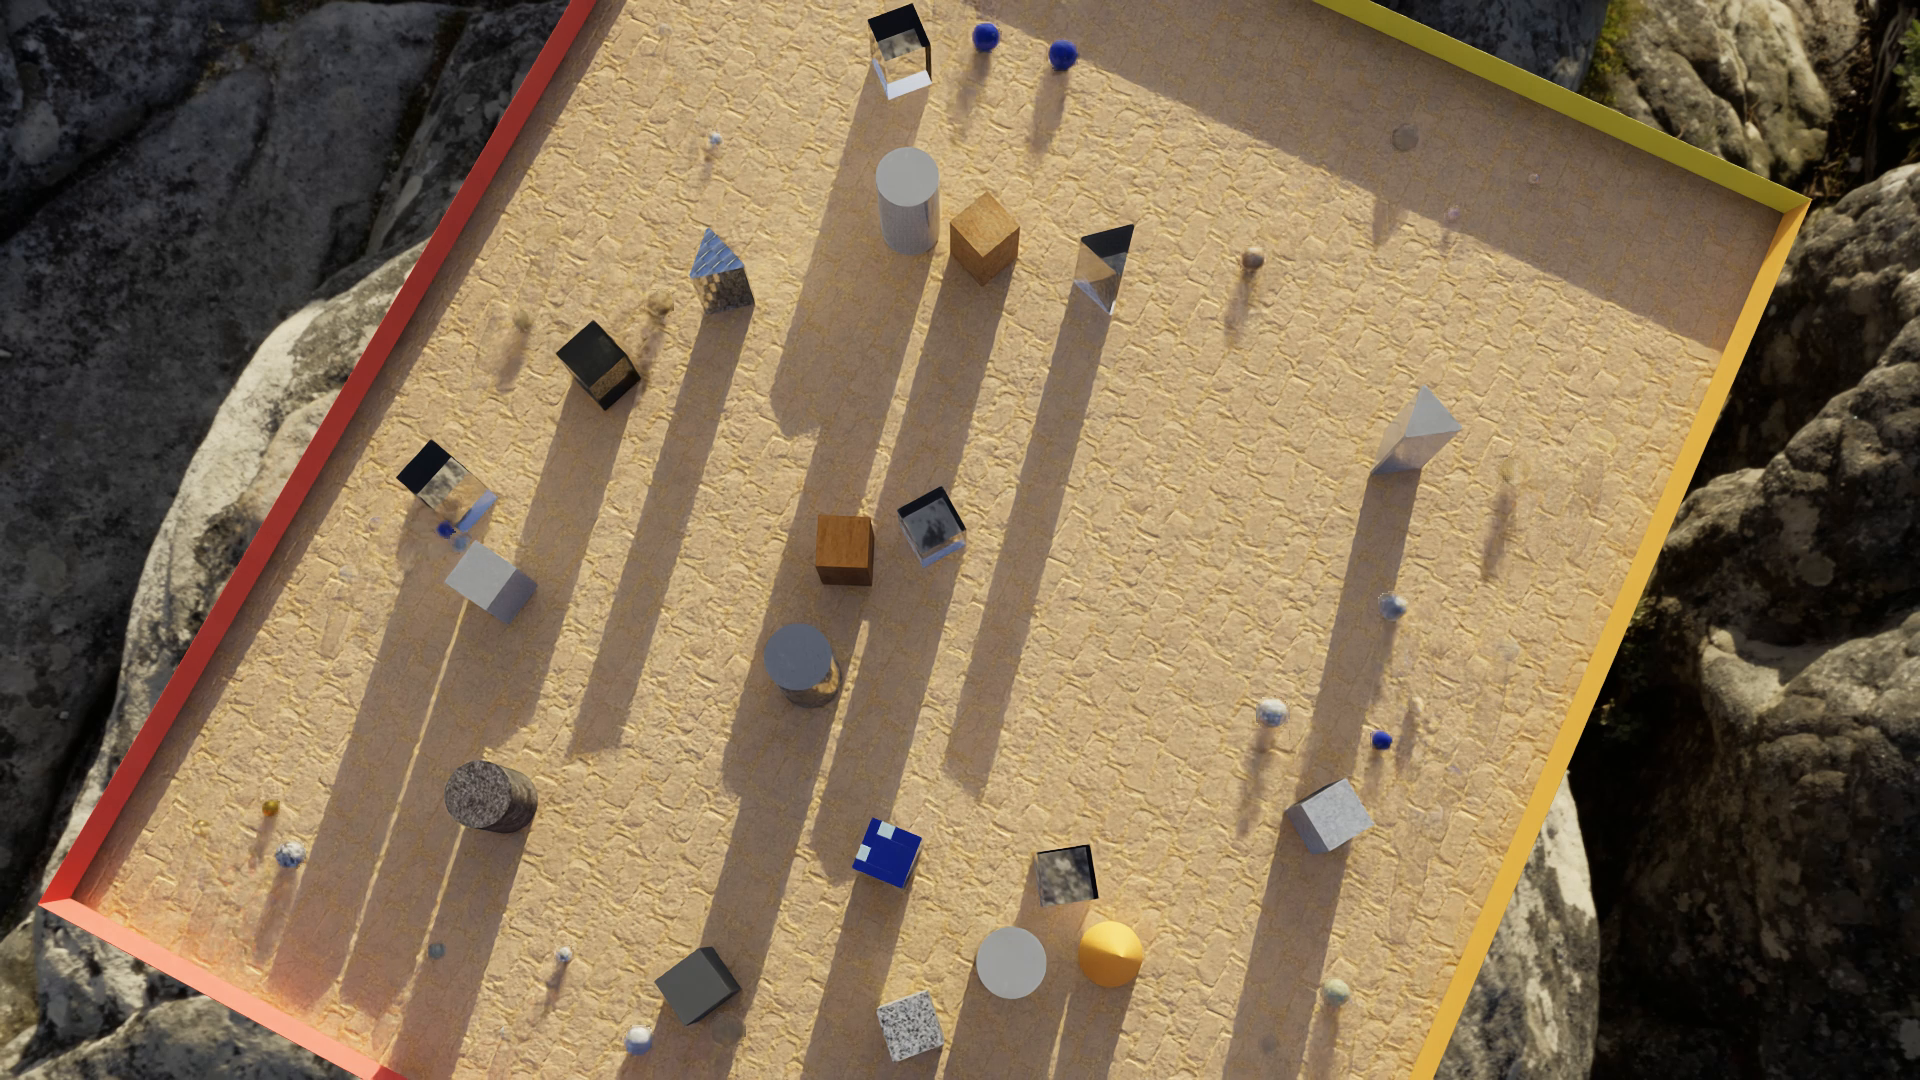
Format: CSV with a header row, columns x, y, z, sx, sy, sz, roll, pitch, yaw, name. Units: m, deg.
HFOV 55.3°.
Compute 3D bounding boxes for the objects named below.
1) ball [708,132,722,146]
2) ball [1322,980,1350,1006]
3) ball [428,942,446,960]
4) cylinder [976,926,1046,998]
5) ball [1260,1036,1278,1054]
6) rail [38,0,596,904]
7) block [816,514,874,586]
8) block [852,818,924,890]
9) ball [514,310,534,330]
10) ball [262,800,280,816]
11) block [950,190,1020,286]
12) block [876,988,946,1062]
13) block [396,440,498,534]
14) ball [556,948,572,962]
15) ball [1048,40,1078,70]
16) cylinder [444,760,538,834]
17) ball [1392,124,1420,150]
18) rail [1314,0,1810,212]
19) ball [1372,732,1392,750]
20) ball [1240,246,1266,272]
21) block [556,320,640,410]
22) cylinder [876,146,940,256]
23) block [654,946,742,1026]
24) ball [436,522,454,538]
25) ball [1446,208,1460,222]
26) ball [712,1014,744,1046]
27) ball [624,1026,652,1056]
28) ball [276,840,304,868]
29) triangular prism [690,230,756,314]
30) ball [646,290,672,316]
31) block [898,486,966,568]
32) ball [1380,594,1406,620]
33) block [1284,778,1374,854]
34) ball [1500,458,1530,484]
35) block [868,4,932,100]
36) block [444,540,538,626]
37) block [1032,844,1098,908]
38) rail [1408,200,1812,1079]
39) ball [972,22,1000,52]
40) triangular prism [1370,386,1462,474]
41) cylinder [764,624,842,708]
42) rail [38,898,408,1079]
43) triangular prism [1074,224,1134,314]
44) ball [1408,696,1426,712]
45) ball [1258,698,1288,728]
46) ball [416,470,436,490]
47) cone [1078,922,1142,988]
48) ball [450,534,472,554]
x,y,z,sx,sy,sz,roll,pitch,yaw,name
-0.782,-1.281,5.859,0.044,0.044,0.044,0,78,0,ball
1.090,1.311,5.306,0.077,0.077,0.077,0,78,0,ball
-1.527,1.198,5.343,0.049,0.049,0.049,0,78,0,ball
0.138,1.180,5.140,0.189,0.455,0.189,0,78,0,cylinder
0.894,1.458,5.288,0.052,0.052,0.052,0,78,0,ball
-1.672,-0.812,5.721,0.045,0.123,4.304,26,80,5,rail
-0.340,0.034,5.457,0.151,0.299,0.151,2,78,0,block
-0.204,0.906,5.278,0.151,0.296,0.151,21,79,4,block
-1.363,-0.686,5.726,0.063,0.063,0.063,0,78,0,ball
-2.042,0.794,5.428,0.047,0.047,0.047,0,78,0,ball
0.075,-0.929,5.673,0.151,0.266,0.151,-41,81,-8,block
-0.139,1.379,5.215,0.151,0.228,0.151,-19,79,-4,block
-1.528,-0.156,5.475,0.151,0.339,0.151,39,81,7,block
-1.155,1.209,5.344,0.044,0.044,0.044,0,78,0,ball
0.331,-1.560,5.891,0.094,0.094,0.094,0,78,0,ball
-1.350,0.745,5.295,0.189,0.327,0.189,0,78,0,cylinder
1.419,-1.283,5.838,0.086,0.086,0.086,0,78,0,ball
0.952,-1.858,5.937,3.787,0.123,0.045,26,80,5,rail
1.258,0.598,5.463,0.058,0.058,0.058,0,78,0,ball
0.921,-0.884,5.760,0.076,0.076,0.076,0,78,0,ball
-1.102,-0.531,5.598,0.151,0.252,0.151,-43,82,-8,block
-0.156,-1.034,5.623,0.189,0.405,0.189,0,78,0,cylinder
-0.742,1.266,5.210,0.151,0.283,0.151,-36,81,-7,block
-1.571,-0.032,5.597,0.051,0.051,0.051,0,78,0,ball
1.563,-1.032,5.808,0.044,0.044,0.044,0,78,0,ball
-0.668,1.412,5.278,0.091,0.091,0.091,0,78,0,ball
-0.926,1.444,5.277,0.080,0.080,0.080,0,78,0,ball
-1.970,0.924,5.385,0.079,0.079,0.079,0,78,0,ball
-0.737,-0.830,5.619,0.164,0.331,0.142,-13,79,-3,triangular prism
-0.939,-0.739,5.728,0.081,0.081,0.081,0,78,0,ball
-0.083,-0.037,5.507,0.151,0.229,0.151,-28,80,-6,block
1.307,0.203,5.533,0.081,0.081,0.081,0,78,0,ball
1.068,0.803,5.313,0.151,0.270,0.151,-30,80,-6,block
1.701,-0.211,5.617,0.085,0.085,0.085,0,78,0,ball
-0.189,-1.543,5.798,0.151,0.270,0.151,-21,79,-4,block
-1.390,0.130,5.448,0.151,0.277,0.151,33,80,6,block
0.301,0.967,5.265,0.151,0.296,0.151,-9,78,-2,block
1.672,0.825,5.382,0.045,0.123,4.304,26,80,5,rail
0.083,-1.621,5.906,0.090,0.090,0.090,0,78,0,ball
1.338,-0.329,5.453,0.164,0.454,0.142,-8,78,-2,triangular prism
-0.451,0.369,5.312,0.189,0.446,0.189,0,78,0,cylinder
-0.952,1.871,5.166,3.787,0.123,0.045,26,80,5,rail
0.466,-0.850,5.607,0.164,0.362,0.142,44,82,8,triangular prism
1.367,0.492,5.488,0.052,0.052,0.052,0,78,0,ball
0.932,0.517,5.464,0.090,0.090,0.090,0,78,0,ball
-1.641,-0.185,5.624,0.060,0.060,0.060,0,78,0,ball
0.441,1.174,5.178,0.189,0.383,0.189,0,78,0,cone
-1.520,0.011,5.584,0.060,0.060,0.060,0,78,0,ball
